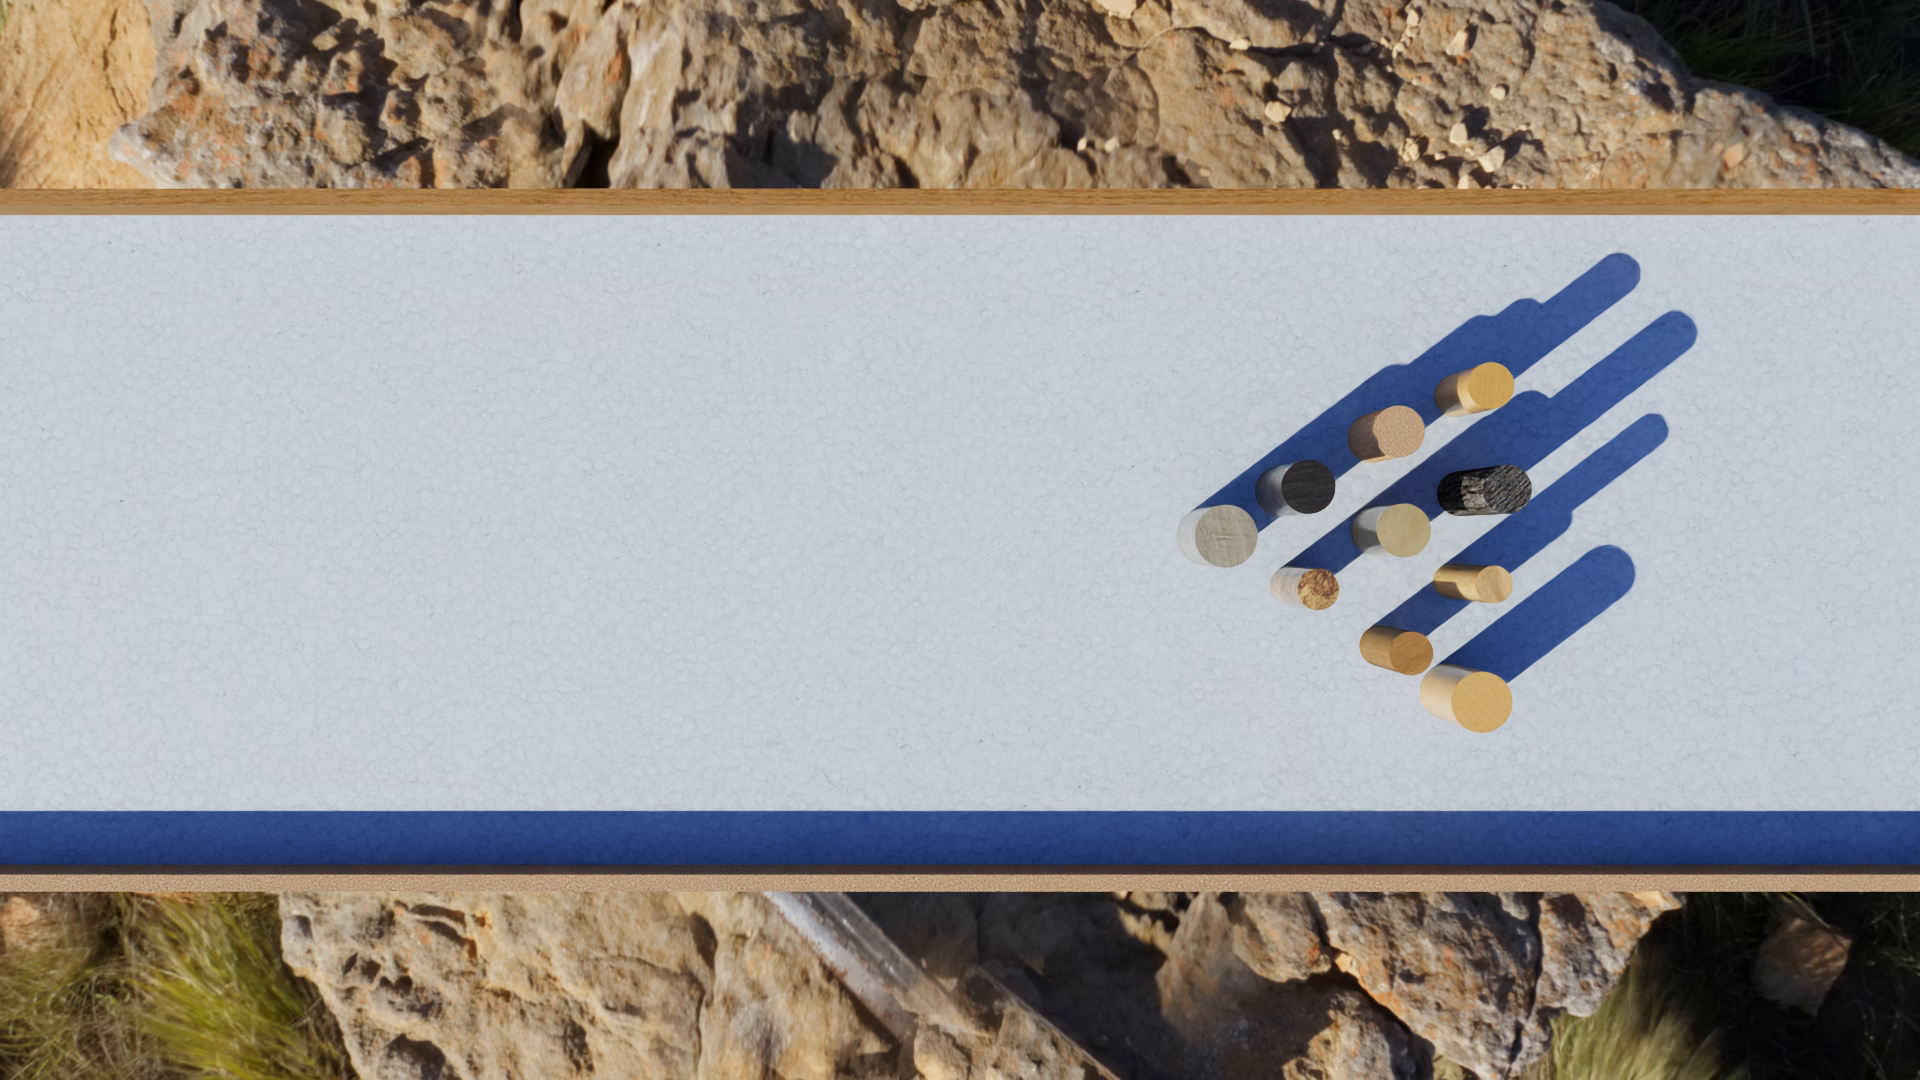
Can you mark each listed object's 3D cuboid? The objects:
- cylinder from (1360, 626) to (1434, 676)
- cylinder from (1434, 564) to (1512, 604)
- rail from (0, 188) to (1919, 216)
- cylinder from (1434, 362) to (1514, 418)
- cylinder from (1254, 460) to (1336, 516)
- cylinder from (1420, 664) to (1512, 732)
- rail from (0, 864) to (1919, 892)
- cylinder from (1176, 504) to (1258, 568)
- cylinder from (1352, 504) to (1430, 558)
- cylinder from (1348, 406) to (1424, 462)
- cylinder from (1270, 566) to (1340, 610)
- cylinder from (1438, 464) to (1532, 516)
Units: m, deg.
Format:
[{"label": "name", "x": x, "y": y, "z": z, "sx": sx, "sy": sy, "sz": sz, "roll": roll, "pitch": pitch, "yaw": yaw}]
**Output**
[{"label": "cylinder", "x": 1.292, "y": 0.325, "z": 4.899, "sx": 0.126, "sy": 0.355, "sz": 0.126, "roll": 0, "pitch": 90, "yaw": 0}, {"label": "cylinder", "x": 1.510, "y": 0.126, "z": 4.869, "sx": 0.107, "sy": 0.414, "sz": 0.107, "roll": 0, "pitch": 90, "yaw": 0}, {"label": "rail", "x": -2.247, "y": -1.025, "z": 5.002, "sx": 12.000, "sy": 0.150, "sz": 0.050, "roll": 0, "pitch": 90, "yaw": 0}, {"label": "cylinder", "x": 1.527, "y": -0.444, "z": 4.909, "sx": 0.134, "sy": 0.336, "sz": 0.134, "roll": 0, "pitch": 90, "yaw": 0}, {"label": "cylinder", "x": 0.984, "y": -0.150, "z": 4.867, "sx": 0.154, "sy": 0.419, "sz": 0.154, "roll": 0, "pitch": 90, "yaw": 0}, {"label": "cylinder", "x": 1.503, "y": 0.467, "z": 4.913, "sx": 0.177, "sy": 0.327, "sz": 0.177, "roll": 0, "pitch": 90, "yaw": 0}, {"label": "rail", "x": -2.247, "y": 1.025, "z": 5.001, "sx": 12.000, "sy": 0.150, "sz": 0.050, "roll": 0, "pitch": 90, "yaw": 0}, {"label": "cylinder", "x": 0.756, "y": -0.011, "z": 4.879, "sx": 0.179, "sy": 0.396, "sz": 0.179, "roll": 0, "pitch": 90, "yaw": 0}, {"label": "cylinder", "x": 1.281, "y": -0.027, "z": 4.917, "sx": 0.156, "sy": 0.319, "sz": 0.156, "roll": 0, "pitch": 90, "yaw": 0}, {"label": "cylinder", "x": 1.266, "y": -0.313, "z": 4.917, "sx": 0.150, "sy": 0.319, "sz": 0.150, "roll": 0, "pitch": 90, "yaw": 0}, {"label": "cylinder", "x": 1.013, "y": 0.140, "z": 4.869, "sx": 0.118, "sy": 0.415, "sz": 0.118, "roll": 0, "pitch": 90, "yaw": 0}, {"label": "cylinder", "x": 1.538, "y": -0.142, "z": 4.855, "sx": 0.139, "sy": 0.443, "sz": 0.139, "roll": 0, "pitch": 90, "yaw": 0}]
